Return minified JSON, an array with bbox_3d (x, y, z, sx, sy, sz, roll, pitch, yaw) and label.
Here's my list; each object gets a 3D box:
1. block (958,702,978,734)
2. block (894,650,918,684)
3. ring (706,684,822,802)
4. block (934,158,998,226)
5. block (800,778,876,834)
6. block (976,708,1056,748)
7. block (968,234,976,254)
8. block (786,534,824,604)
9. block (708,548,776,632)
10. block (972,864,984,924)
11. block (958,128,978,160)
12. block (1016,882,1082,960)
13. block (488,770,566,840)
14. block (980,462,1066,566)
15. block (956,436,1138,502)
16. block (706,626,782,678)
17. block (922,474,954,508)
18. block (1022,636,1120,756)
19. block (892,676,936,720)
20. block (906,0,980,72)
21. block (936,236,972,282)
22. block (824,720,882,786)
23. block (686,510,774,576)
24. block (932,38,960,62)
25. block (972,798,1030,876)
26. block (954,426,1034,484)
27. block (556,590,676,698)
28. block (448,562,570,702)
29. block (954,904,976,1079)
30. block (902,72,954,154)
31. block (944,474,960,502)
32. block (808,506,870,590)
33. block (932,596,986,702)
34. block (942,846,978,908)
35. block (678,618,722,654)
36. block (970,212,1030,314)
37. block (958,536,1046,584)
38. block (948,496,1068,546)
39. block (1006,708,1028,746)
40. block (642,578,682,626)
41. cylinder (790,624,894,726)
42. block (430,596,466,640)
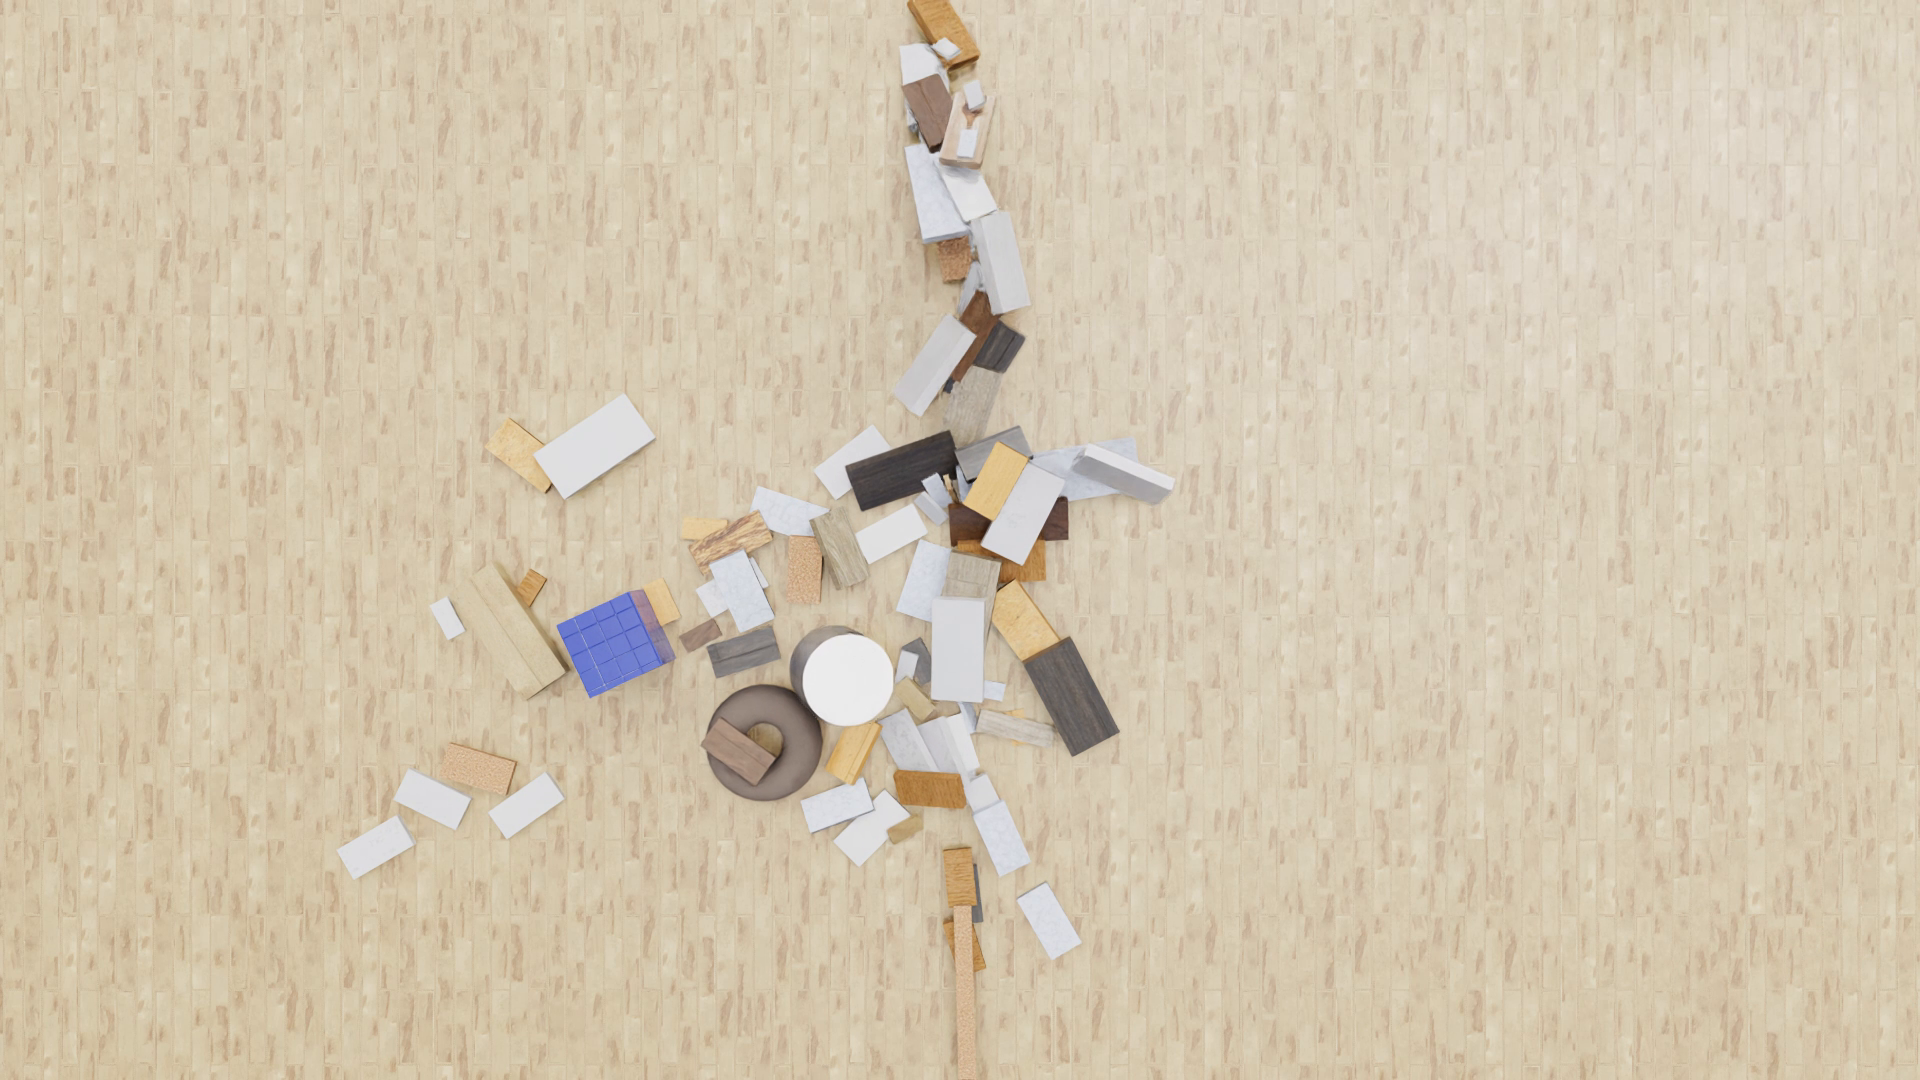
[{"bbox_3d":[0.031,0.579,5.470,0.017,0.059,0.117,-20,90,29],"label":"block"},{"bbox_3d":[-0.178,0.427,5.472,0.058,0.016,0.116,15,108,6],"label":"block"},{"bbox_3d":[-0.646,0.668,5.436,0.386,0.129,0.386,0,88,-1],"label":"ring"},{"bbox_3d":[0.018,-1.132,5.273,0.116,0.033,0.232,-24,81,-10],"label":"block"},{"bbox_3d":[-0.405,0.880,5.463,0.224,0.032,0.112,-21,71,2],"label":"block"},{"bbox_3d":[0.185,0.624,5.467,0.261,0.021,0.072,15,86,-9],"label":"block"},{"bbox_3d":[-0.003,-1.066,5.485,0.109,0.031,0.219,0,90,0],"label":"block"},{"bbox_3d":[-0.513,0.099,5.464,0.112,0.032,0.223,4,100,1],"label":"block"},{"bbox_3d":[-0.719,0.167,5.445,0.125,0.035,0.250,-23,102,-1],"label":"block"},{"bbox_3d":[0.020,1.180,5.487,0.095,0.027,0.189,-7,90,0],"label":"block"},{"bbox_3d":[0.024,-1.250,5.207,0.052,0.015,0.104,6,67,8],"label":"block"},{"bbox_3d":[0.295,1.264,5.484,0.116,0.033,0.231,-30,90,0],"label":"block"},{"bbox_3d":[-1.439,0.881,5.485,0.233,0.031,0.109,-35,90,0],"label":"block"},{"bbox_3d":[0.205,-0.090,5.371,0.153,0.043,0.311,26,100,-6],"label":"block"},{"bbox_3d":[0.292,-0.206,5.446,0.594,0.048,0.170,-9,112,0],"label":"block"},{"bbox_3d":[-0.717,0.373,5.484,0.224,0.032,0.112,-17,90,0],"label":"block"},{"bbox_3d":[-0.072,-0.159,5.462,0.059,0.017,0.118,-27,120,4],"label":"block"},{"bbox_3d":[0.366,0.517,5.437,0.180,0.051,0.359,-28,102,0],"label":"block"},{"bbox_3d":[-0.151,0.524,5.471,0.145,0.021,0.072,46,115,-3],"label":"block"},{"bbox_3d":[-0.054,-1.685,5.445,0.131,0.037,0.262,-29,87,-30],"label":"block"},{"bbox_3d":[-0.022,-0.972,5.451,0.109,0.031,0.219,-11,99,2],"label":"block"},{"bbox_3d":[-0.352,0.689,5.464,0.109,0.031,0.219,26,90,24],"label":"block"},{"bbox_3d":[-0.759,0.008,5.456,0.265,0.032,0.112,-27,93,3],"label":"block"},{"bbox_3d":[-0.044,-1.593,5.352,0.052,0.015,0.104,-36,48,-5],"label":"block"},{"bbox_3d":[0.136,0.985,5.457,0.116,0.033,0.231,-24,100,-6],"label":"block"},{"bbox_3d":[0.109,-0.279,5.385,0.232,0.033,0.116,-21,71,-4],"label":"block"},{"bbox_3d":[-1.114,0.334,5.372,0.256,0.256,0.256,-25,90,0],"label":"block"},{"bbox_3d":[-1.490,0.303,5.463,0.180,0.051,0.437,-34,90,8],"label":"block"},{"bbox_3d":[0.021,1.626,5.461,0.058,0.016,0.850,-2,94,0],"label":"block"},{"bbox_3d":[-0.082,-1.384,5.345,0.131,0.037,0.262,-21,67,-4],"label":"block"},{"bbox_3d":[-0.025,-0.158,5.435,0.017,0.118,0.059,-19,54,4],"label":"block"},{"bbox_3d":[-0.395,0.027,5.439,0.125,0.035,0.250,-24,96,-35],"label":"block"},{"bbox_3d":[-0.005,0.358,5.411,0.170,0.048,0.340,3,102,10],"label":"block"},{"bbox_3d":[0.000,1.117,5.460,0.095,0.027,0.189,-6,90,0],"label":"block"},{"bbox_3d":[-0.863,0.319,5.491,0.130,0.018,0.065,-29,90,0],"label":"block"},{"bbox_3d":[0.129,-0.884,5.258,0.043,0.153,0.305,-6,103,40],"label":"block"},{"bbox_3d":[0.139,0.068,5.457,0.287,0.041,0.144,-3,110,0],"label":"block"},{"bbox_3d":[0.161,-0.061,5.444,0.392,0.041,0.144,-3,122,0],"label":"block"},{"bbox_3d":[0.193,0.624,5.492,0.059,0.017,0.117,-11,90,0],"label":"block"},{"bbox_3d":[-0.992,0.205,5.490,0.073,0.021,0.146,-25,90,0],"label":"block"},{"bbox_3d":[-0.385,0.433,5.323,0.291,0.291,0.291,-1,93,-14],"label":"cylinder"},{"bbox_3d":[-1.704,0.261,5.491,0.065,0.018,0.130,-28,90,0],"label":"block"}]
